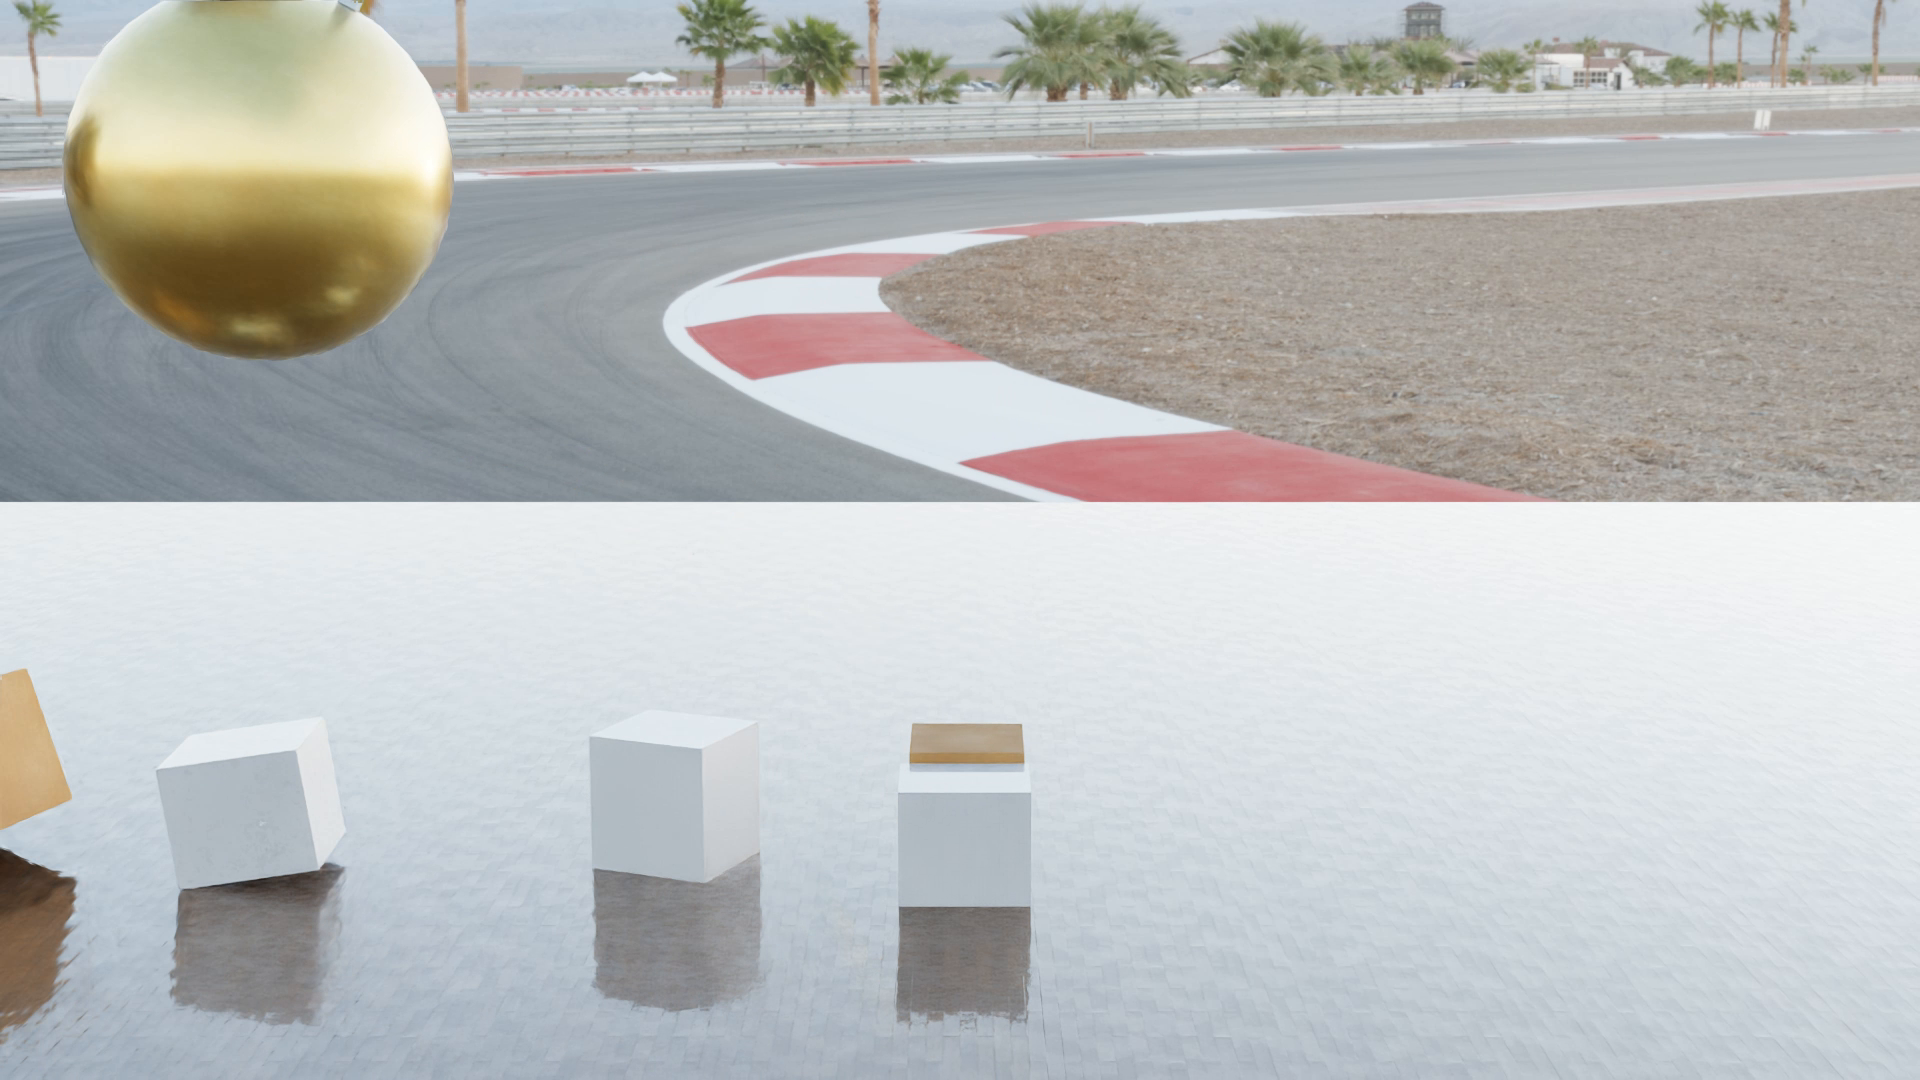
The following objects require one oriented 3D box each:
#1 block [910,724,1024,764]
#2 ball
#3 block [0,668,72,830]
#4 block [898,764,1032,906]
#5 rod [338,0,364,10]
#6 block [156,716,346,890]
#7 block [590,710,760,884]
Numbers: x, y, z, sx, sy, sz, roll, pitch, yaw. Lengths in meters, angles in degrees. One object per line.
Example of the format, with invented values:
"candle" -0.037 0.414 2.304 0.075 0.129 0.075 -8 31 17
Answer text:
"block" 0.032 1.163 11.636 0.508 0.548 0.525 0 10 0
"ball" -2.965 -1.559 10.897 1.600 1.600 1.600 0 10 0
"block" -4.579 1.031 11.622 0.638 0.644 0.654 -16 5 19
"block" 0.019 1.276 11.140 0.565 0.504 0.467 0 10 0
"rod" -1.285 -4.467 10.368 0.080 5.200 0.080 29 9 -5
"block" -3.146 1.163 11.418 0.613 0.549 0.587 -8 11 -1
"block" -1.280 1.145 11.560 0.569 0.610 0.525 4 11 23
